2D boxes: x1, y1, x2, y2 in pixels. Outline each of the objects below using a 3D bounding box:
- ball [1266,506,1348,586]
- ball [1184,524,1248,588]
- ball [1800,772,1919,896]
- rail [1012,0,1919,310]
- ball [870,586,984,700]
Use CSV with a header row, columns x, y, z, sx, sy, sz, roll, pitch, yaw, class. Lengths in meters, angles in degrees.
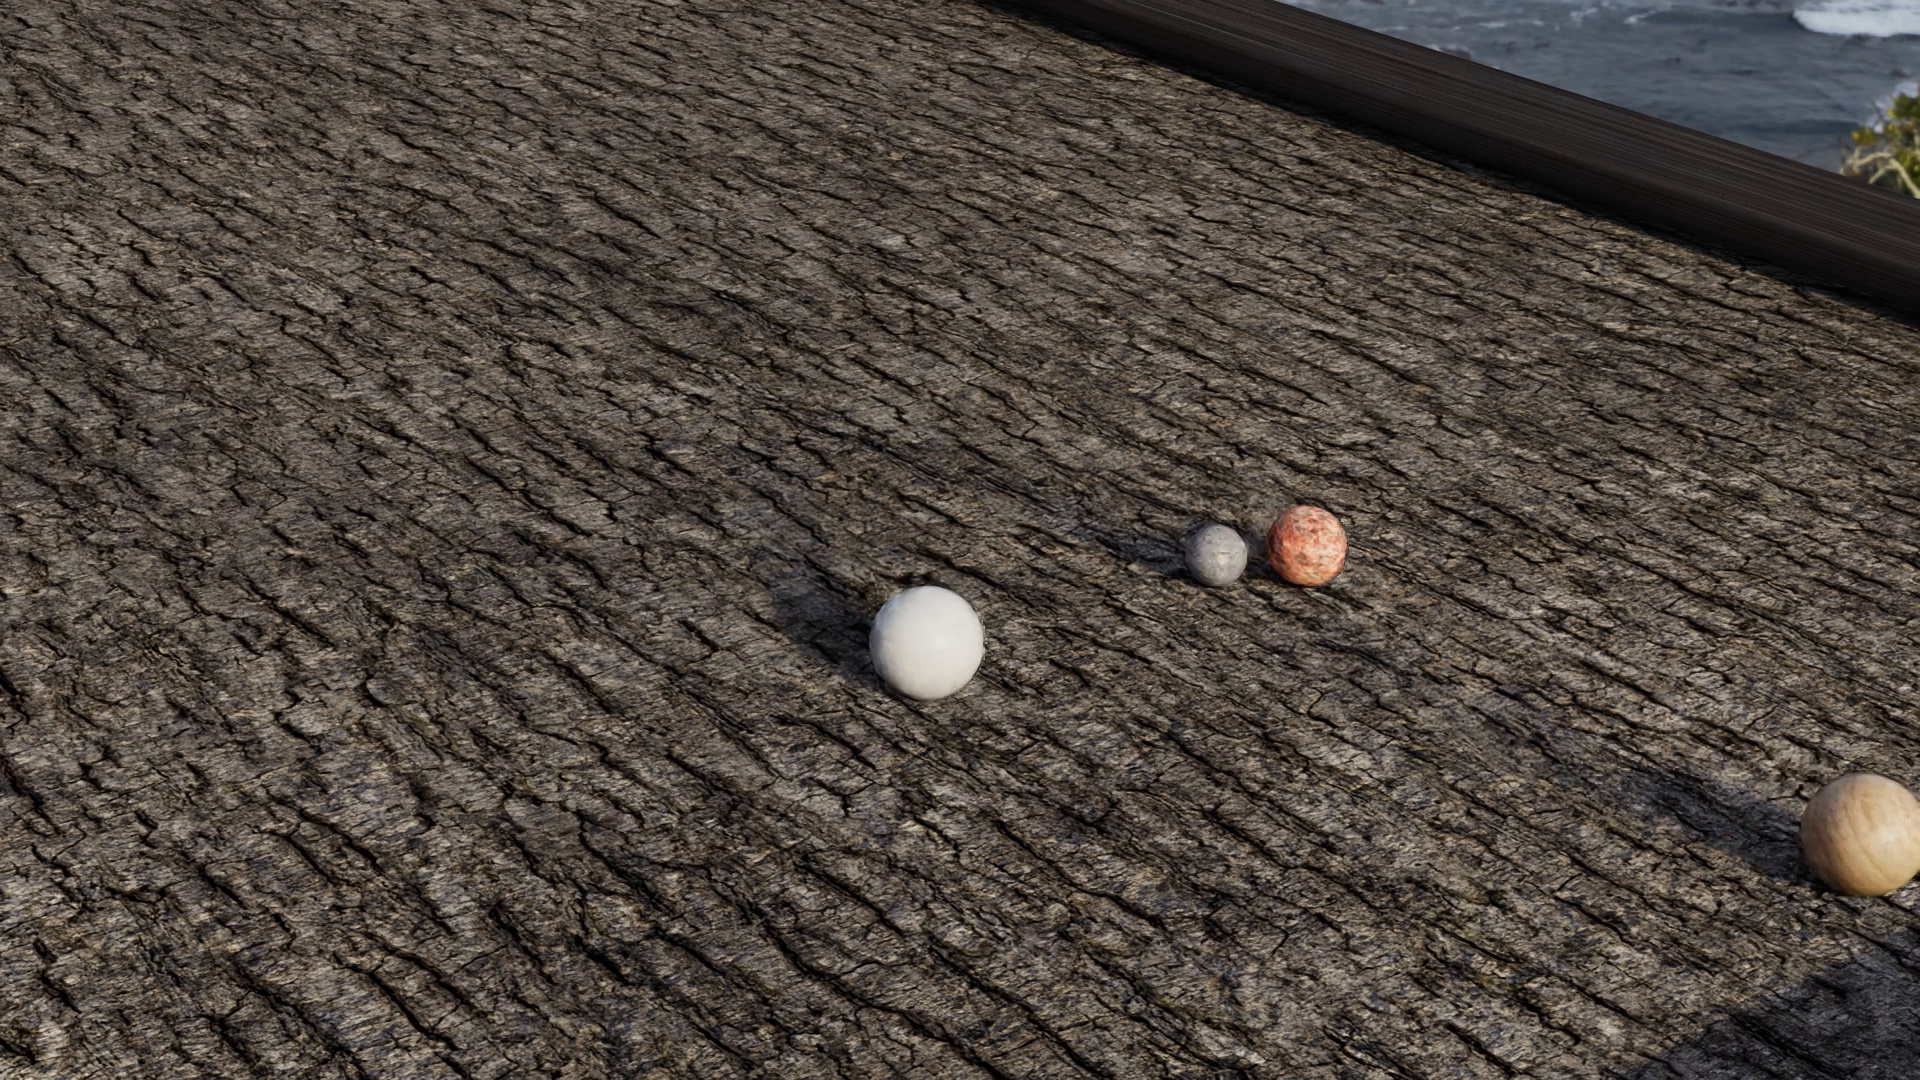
x,y,z,sx,sy,sz,roll,pitch,yaw,class
0.254,0.004,2.157,0.059,0.059,0.059,0,25,0,ball
0.188,0.012,2.158,0.046,0.046,0.046,0,25,0,ball
0.544,0.177,1.768,0.074,0.074,0.074,0,25,0,ball
0.251,-0.599,3.402,0.045,0.102,3.838,-17,30,-32,rail
-0.023,0.070,1.995,0.078,0.078,0.078,0,25,0,ball
